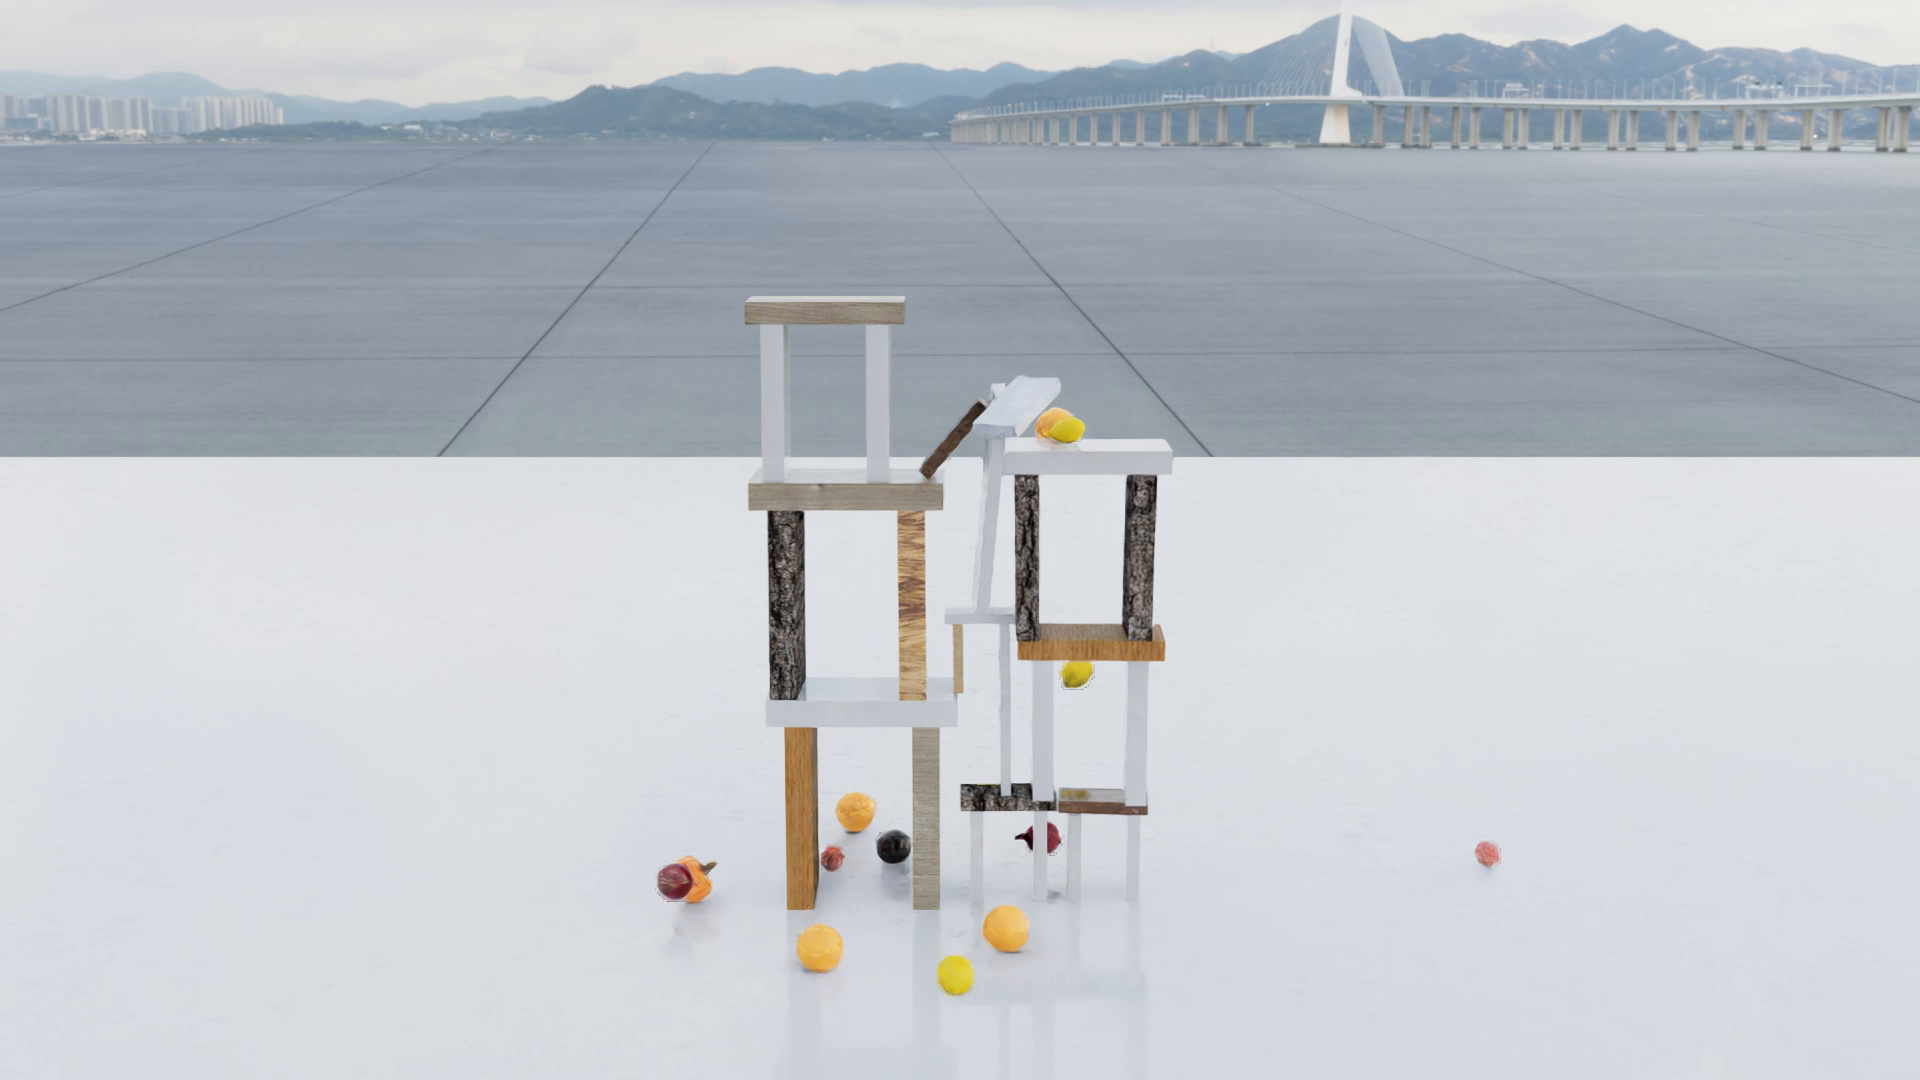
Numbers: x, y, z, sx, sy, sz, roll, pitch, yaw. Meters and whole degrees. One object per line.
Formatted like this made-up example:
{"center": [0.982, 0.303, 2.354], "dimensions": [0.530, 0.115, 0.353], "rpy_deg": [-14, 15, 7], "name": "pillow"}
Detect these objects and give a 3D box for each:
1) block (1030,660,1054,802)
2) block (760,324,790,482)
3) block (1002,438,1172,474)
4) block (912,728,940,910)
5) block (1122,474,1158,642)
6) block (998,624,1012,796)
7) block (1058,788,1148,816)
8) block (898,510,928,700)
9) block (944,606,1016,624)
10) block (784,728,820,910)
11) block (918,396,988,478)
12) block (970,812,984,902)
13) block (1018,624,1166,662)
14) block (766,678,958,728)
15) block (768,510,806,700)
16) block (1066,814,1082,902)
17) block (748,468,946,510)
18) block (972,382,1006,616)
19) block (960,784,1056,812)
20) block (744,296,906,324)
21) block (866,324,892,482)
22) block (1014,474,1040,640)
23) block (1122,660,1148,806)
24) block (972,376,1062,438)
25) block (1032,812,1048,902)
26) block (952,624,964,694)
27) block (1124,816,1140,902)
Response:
{"center": [0.134, 0.298, 3.610], "dimensions": [0.033, 0.236, 0.118], "rpy_deg": [-1, 11, 0], "name": "block"}
{"center": [-0.295, -0.226, 3.518], "dimensions": [0.035, 0.248, 0.124], "rpy_deg": [0, 11, 0], "name": "block"}
{"center": [0.201, -0.134, 3.530], "dimensions": [0.268, 0.038, 0.134], "rpy_deg": [0, 11, 0], "name": "block"}
{"center": [-0.055, 0.438, 3.640], "dimensions": [0.044, 0.309, 0.154], "rpy_deg": [0, 11, 0], "name": "block"}
{"center": [0.289, 0.017, 3.555], "dimensions": [0.038, 0.268, 0.134], "rpy_deg": [1, 11, -1], "name": "block"}
{"center": [0.073, 0.273, 3.604], "dimensions": [0.016, 0.288, 0.058], "rpy_deg": [-1, 11, -1], "name": "block"}
{"center": [0.237, 0.433, 3.642], "dimensions": [0.148, 0.021, 0.074], "rpy_deg": [1, 11, 5], "name": "block"}
{"center": [-0.076, 0.092, 3.577], "dimensions": [0.044, 0.309, 0.154], "rpy_deg": [0, 11, 0], "name": "block"}
{"center": [0.033, 0.123, 3.577], "dimensions": [0.115, 0.016, 0.058], "rpy_deg": [0, 11, 1], "name": "block"}
{"center": [-0.261, 0.438, 3.639], "dimensions": [0.044, 0.309, 0.154], "rpy_deg": [0, 11, 0], "name": "block"}
{"center": [-0.010, -0.165, 3.526], "dimensions": [0.021, 0.148, 0.074], "rpy_deg": [40, 9, -5], "name": "block"}
{"center": [0.027, 0.513, 3.652], "dimensions": [0.022, 0.157, 0.079], "rpy_deg": [0, 11, 0], "name": "block"}
{"center": [0.212, 0.166, 3.582], "dimensions": [0.236, 0.033, 0.118], "rpy_deg": [0, 11, 1], "name": "block"}
{"center": [-0.158, 0.265, 3.606], "dimensions": [0.309, 0.044, 0.154], "rpy_deg": [0, 11, 0], "name": "block"}
{"center": [-0.281, 0.091, 3.578], "dimensions": [0.044, 0.309, 0.154], "rpy_deg": [0, 11, 2], "name": "block"}
{"center": [0.189, 0.518, 3.651], "dimensions": [0.021, 0.148, 0.074], "rpy_deg": [0, 11, 0], "name": "block"}
{"center": [-0.180, -0.082, 3.546], "dimensions": [0.309, 0.044, 0.154], "rpy_deg": [0, 11, 0], "name": "block"}
{"center": [0.047, -0.063, 3.508], "dimensions": [0.021, 0.369, 0.074], "rpy_deg": [2, 21, -7], "name": "block"}
{"center": [0.079, 0.425, 3.632], "dimensions": [0.158, 0.022, 0.079], "rpy_deg": [0, 11, -1], "name": "block"}
{"center": [-0.212, -0.365, 3.492], "dimensions": [0.248, 0.035, 0.124], "rpy_deg": [0, 11, 0], "name": "block"}
{"center": [-0.129, -0.225, 3.517], "dimensions": [0.035, 0.248, 0.124], "rpy_deg": [0, 11, 0], "name": "block"}
{"center": [0.109, 0.017, 3.556], "dimensions": [0.038, 0.268, 0.134], "rpy_deg": [-1, 11, 2], "name": "block"}
{"center": [0.289, 0.301, 3.618], "dimensions": [0.033, 0.246, 0.118], "rpy_deg": [1, 11, 2], "name": "block"}
{"center": [0.088, -0.203, 3.344], "dimensions": [0.074, 0.021, 0.148], "rpy_deg": [6, 35, 32], "name": "block"}
{"center": [0.132, 0.513, 3.652], "dimensions": [0.022, 0.157, 0.079], "rpy_deg": [0, 11, 0], "name": "block"}
{"center": [-0.003, 0.187, 3.591], "dimensions": [0.016, 0.115, 0.058], "rpy_deg": [0, 11, 0], "name": "block"}
{"center": [0.287, 0.517, 3.655], "dimensions": [0.021, 0.148, 0.074], "rpy_deg": [1, 11, 2], "name": "block"}
